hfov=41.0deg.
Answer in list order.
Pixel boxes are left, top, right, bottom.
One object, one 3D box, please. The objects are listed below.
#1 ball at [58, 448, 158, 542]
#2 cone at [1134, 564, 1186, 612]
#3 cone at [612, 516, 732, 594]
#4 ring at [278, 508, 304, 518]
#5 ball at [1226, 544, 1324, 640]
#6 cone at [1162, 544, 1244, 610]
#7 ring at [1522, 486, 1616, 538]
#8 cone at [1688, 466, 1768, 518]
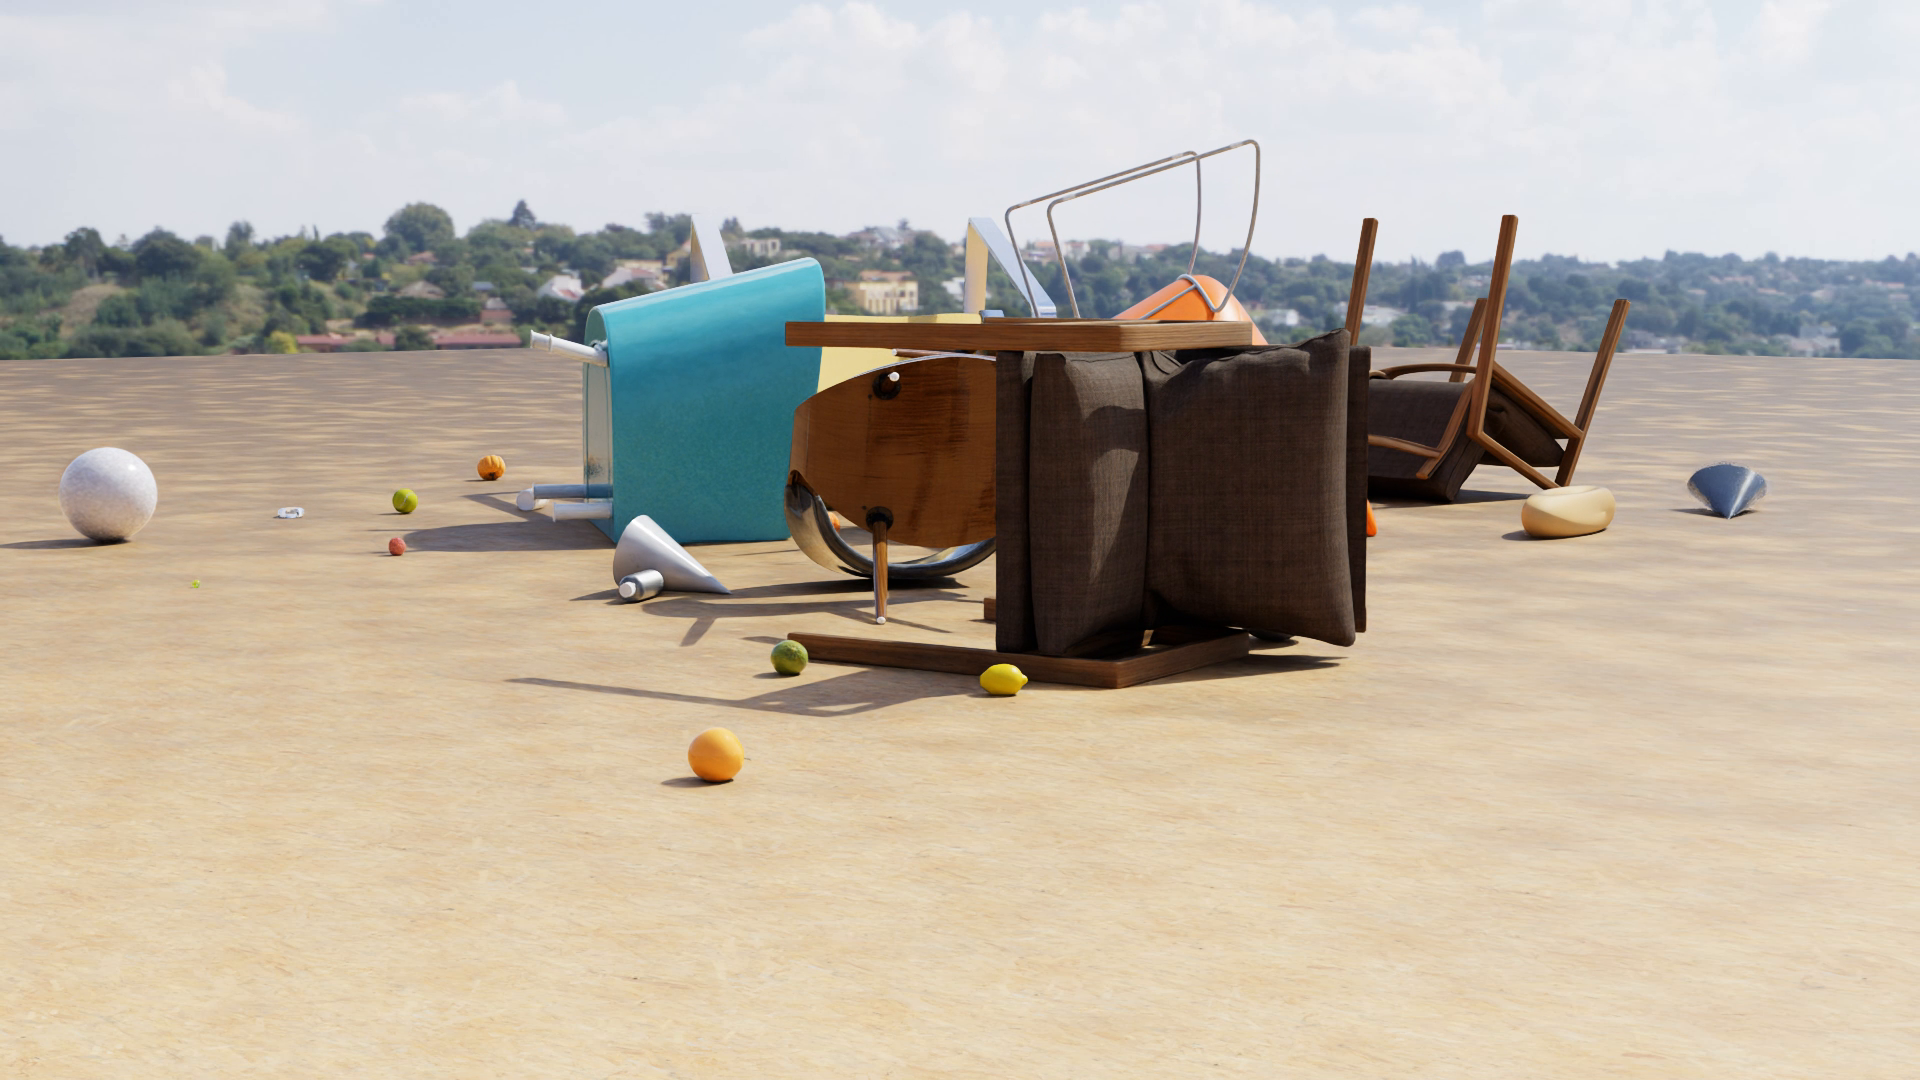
[{"bbox_3d":[-2.114,-0.113,6.366,0.234,0.234,0.234,0,6,0],"label":"ball"},{"bbox_3d":[0.411,0.114,5.102,0.119,0.107,0.067,31,-15,43],"label":"cone"},{"bbox_3d":[-0.575,0.069,5.340,0.234,0.158,0.238,22,-13,12],"label":"cone"},{"bbox_3d":[-1.831,-0.075,7.024,0.071,0.024,0.096,-3,6,-14],"label":"ring"},{"bbox_3d":[0.568,0.095,4.638,0.175,0.175,0.175,0,6,0],"label":"ball"},{"bbox_3d":[0.492,0.102,5.101,0.188,0.181,0.094,2,50,5],"label":"cone"},{"bbox_3d":[1.571,-0.075,6.615,0.184,0.108,0.483,1,6,33],"label":"ring"},{"bbox_3d":[2.125,-0.103,7.101,0.217,0.129,0.317,3,18,15],"label":"cone"}]
